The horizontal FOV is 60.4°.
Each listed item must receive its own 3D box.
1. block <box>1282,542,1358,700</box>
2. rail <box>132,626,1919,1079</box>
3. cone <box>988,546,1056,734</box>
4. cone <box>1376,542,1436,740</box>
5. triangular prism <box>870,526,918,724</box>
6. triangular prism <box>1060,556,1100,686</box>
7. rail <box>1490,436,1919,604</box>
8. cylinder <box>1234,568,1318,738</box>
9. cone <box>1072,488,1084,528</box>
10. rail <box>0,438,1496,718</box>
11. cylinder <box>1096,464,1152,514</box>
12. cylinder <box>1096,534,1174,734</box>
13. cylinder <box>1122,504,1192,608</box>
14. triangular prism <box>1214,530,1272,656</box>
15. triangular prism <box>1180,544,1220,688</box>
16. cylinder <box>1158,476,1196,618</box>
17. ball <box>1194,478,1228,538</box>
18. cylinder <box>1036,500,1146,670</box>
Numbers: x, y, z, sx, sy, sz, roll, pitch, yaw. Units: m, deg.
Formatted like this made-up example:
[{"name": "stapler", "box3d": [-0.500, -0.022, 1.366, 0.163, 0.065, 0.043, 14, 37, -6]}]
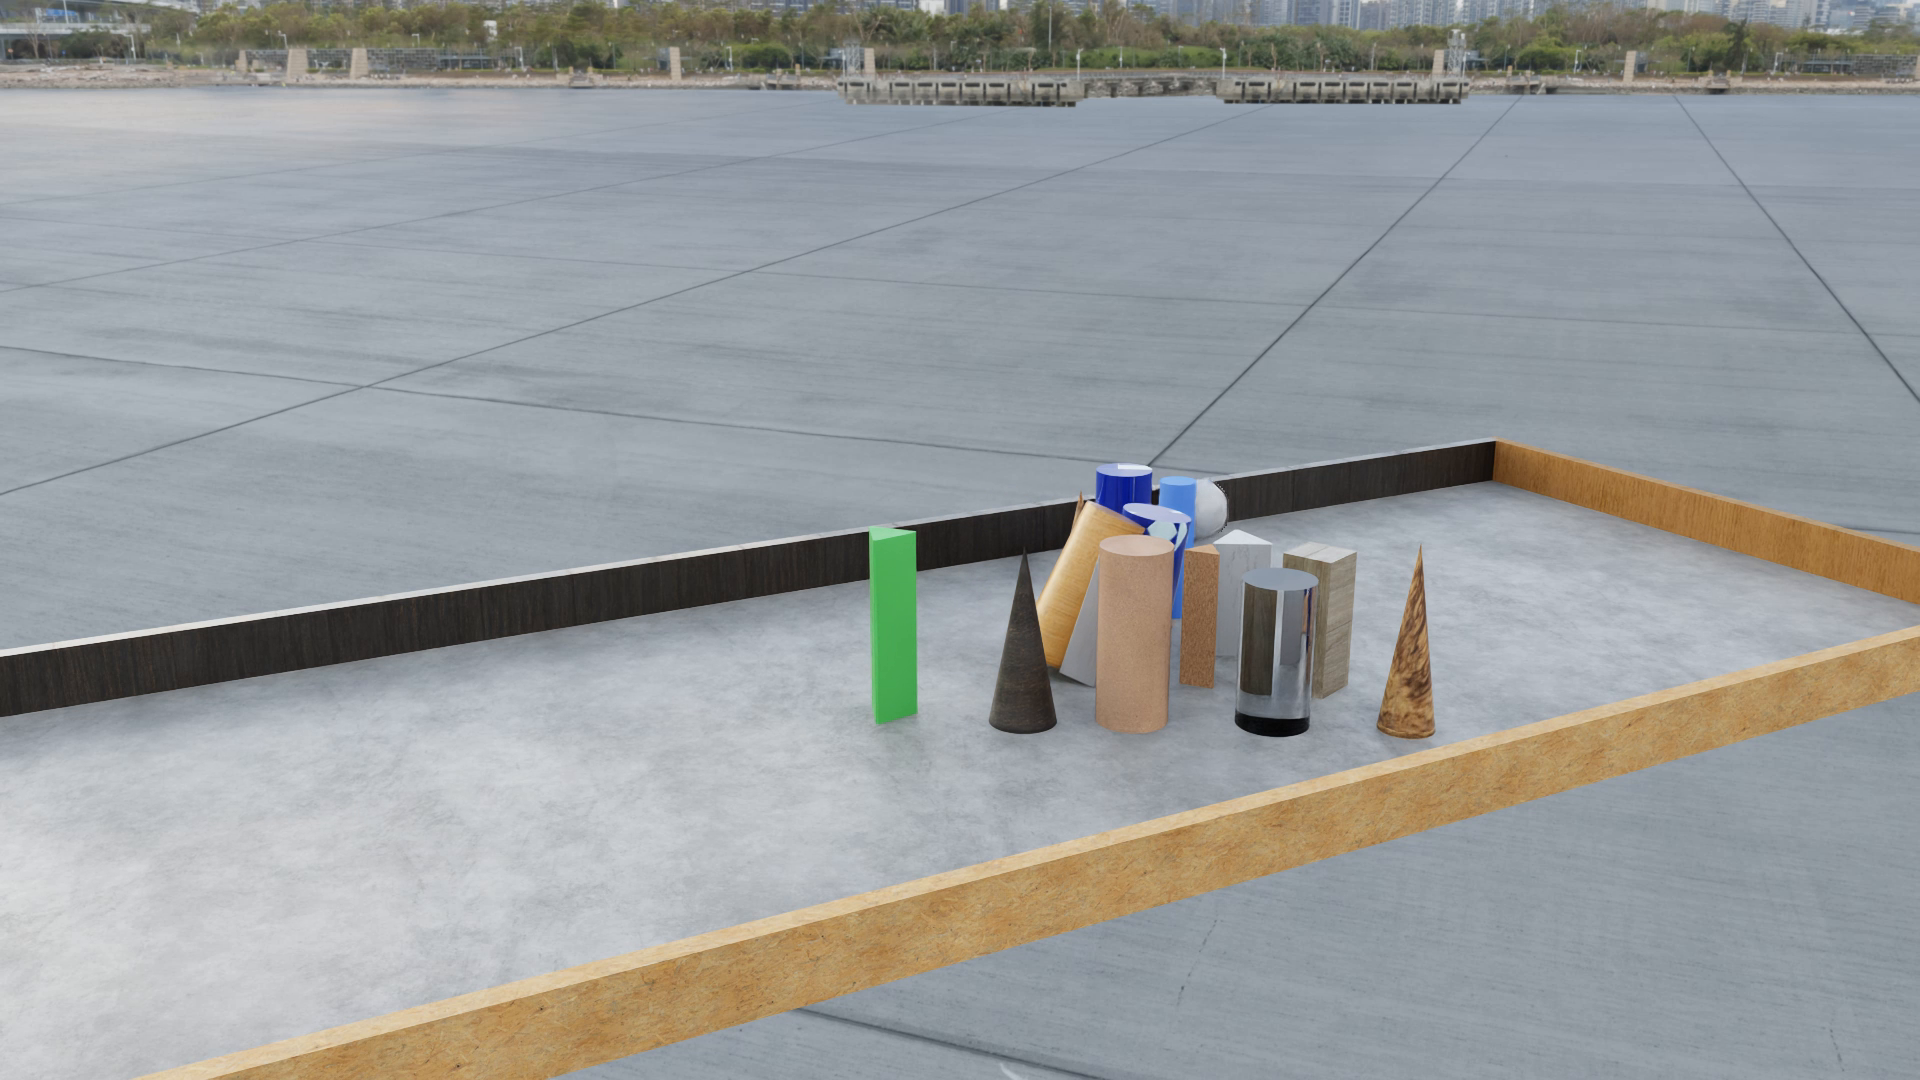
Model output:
[{"name": "block", "box3d": [0.878, 0.197, 4.068, 0.130, 0.348, 0.130, 14, 21, 39]}, {"name": "rail", "box3d": [-2.336, 1.006, 1.665, 12.000, 0.150, 0.050, -9, 18, -27]}, {"name": "cone", "box3d": [0.149, 0.218, 3.840, 0.162, 0.435, 0.162, 0, 16, 0]}, {"name": "cone", "box3d": [1.043, 0.222, 3.795, 0.134, 0.453, 0.134, 0, 16, 0]}, {"name": "triangular prism", "box3d": [-0.180, 0.196, 3.890, 0.118, 0.451, 0.102, -12, 20, -36]}, {"name": "triangular prism", "box3d": [0.359, 0.179, 4.111, 0.097, 0.357, 0.084, 23, 16, 18]}, {"name": "rail", "box3d": [2.466, -0.048, 5.253, 0.050, 0.150, 2.100, -9, 18, -27]}, {"name": "cylinder", "box3d": [0.736, 0.260, 3.840, 0.174, 0.356, 0.174, 0, 16, 0]}, {"name": "cone", "box3d": [0.333, 0.035, 4.586, 0.152, 0.367, 0.152, 0, 16, 0]}, {"name": "rail", "box3d": [-3.305, 0.497, 3.399, 12.000, 0.150, 0.050, -9, 18, -27]}, {"name": "cylinder", "box3d": [0.476, -0.032, 4.828, 0.163, 0.358, 0.163, 0, 16, 0]}, {"name": "cylinder", "box3d": [0.406, 0.218, 3.849, 0.172, 0.430, 0.172, 0, 16, 0]}, {"name": "cylinder", "box3d": [0.481, 0.103, 4.319, 0.179, 0.362, 0.179, 9, 15, -2]}, {"name": "triangular prism", "box3d": [0.730, 0.138, 4.344, 0.151, 0.306, 0.130, 1, 16, 2]}, {"name": "triangular prism", "box3d": [0.606, 0.187, 4.101, 0.087, 0.349, 0.076, 8, 18, 25]}, {"name": "cylinder", "box3d": [0.601, 0.021, 4.601, 0.102, 0.384, 0.102, 0, 16, 0]}, {"name": "ball", "box3d": [0.772, -0.102, 5.359, 0.194, 0.194, 0.194, 0, 16, 0]}, {"name": "cylinder", "box3d": [0.306, 0.118, 4.182, 0.164, 0.405, 0.164, 25, 8, -4]}]
